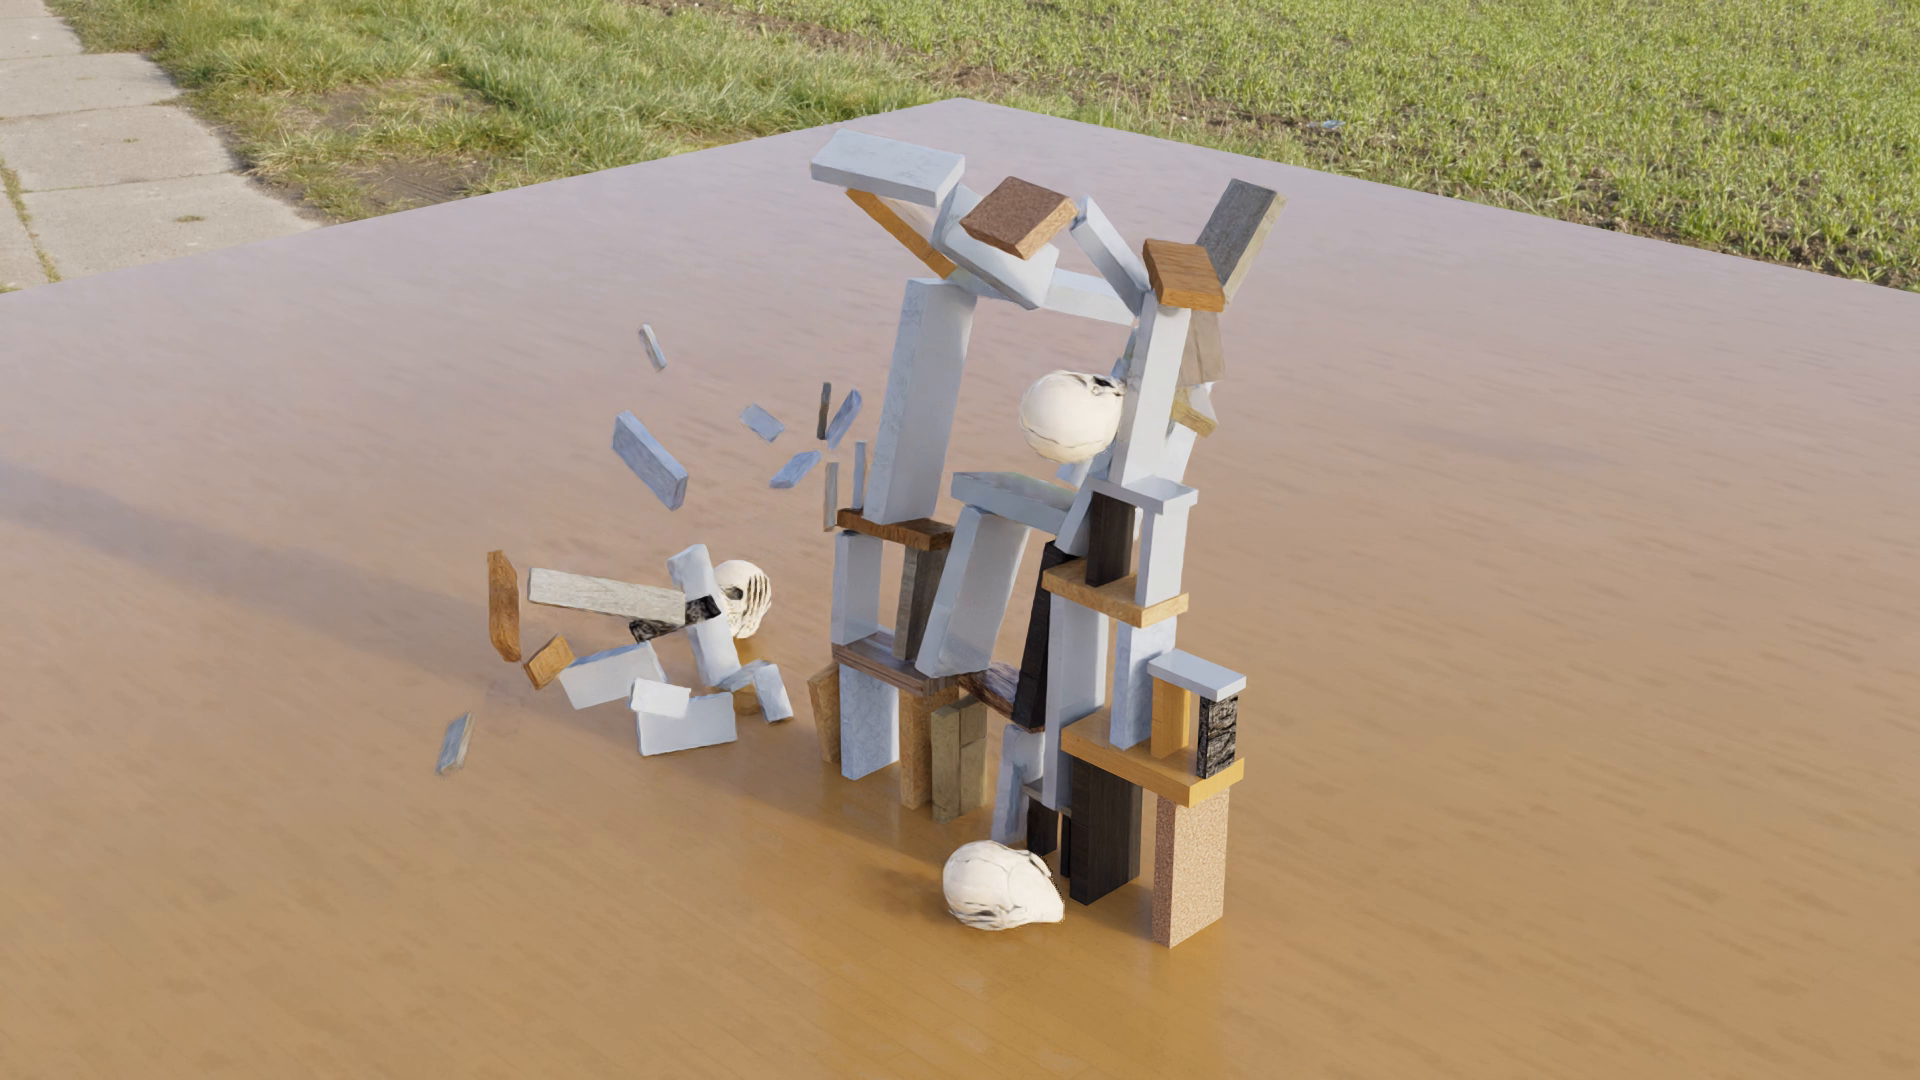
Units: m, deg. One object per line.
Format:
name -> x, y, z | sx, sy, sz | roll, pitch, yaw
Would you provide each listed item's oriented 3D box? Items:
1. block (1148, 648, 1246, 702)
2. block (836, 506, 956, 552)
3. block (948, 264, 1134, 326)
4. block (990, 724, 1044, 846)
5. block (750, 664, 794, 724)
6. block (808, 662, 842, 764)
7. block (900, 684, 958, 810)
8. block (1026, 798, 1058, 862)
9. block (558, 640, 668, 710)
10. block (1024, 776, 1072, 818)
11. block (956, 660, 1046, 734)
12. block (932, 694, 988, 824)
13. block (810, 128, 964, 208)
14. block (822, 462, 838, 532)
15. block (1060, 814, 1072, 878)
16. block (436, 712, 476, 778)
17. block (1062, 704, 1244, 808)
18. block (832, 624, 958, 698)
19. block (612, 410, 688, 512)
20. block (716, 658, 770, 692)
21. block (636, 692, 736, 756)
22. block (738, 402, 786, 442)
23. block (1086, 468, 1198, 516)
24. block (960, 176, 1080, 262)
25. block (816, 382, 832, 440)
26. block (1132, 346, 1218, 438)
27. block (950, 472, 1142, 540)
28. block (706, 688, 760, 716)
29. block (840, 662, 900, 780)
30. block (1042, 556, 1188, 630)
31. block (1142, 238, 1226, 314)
block -> 0.416, 0.238, 3.875 | 0.158, 0.022, 0.079 | 21, 31, 41
block -> -0.121, -0.025, 4.404 | 0.231, 0.033, 0.116 | 15, 15, 32
block -> 0.155, -0.503, 4.348 | 0.355, 0.050, 0.178 | 9, 18, -22
block -> 0.128, 0.471, 4.320 | 0.121, 0.243, 0.034 | -11, 24, -44
block -> -0.414, 0.337, 4.830 | 0.061, 0.122, 0.017 | -14, -13, -29
block -> -0.258, 0.359, 4.633 | 0.029, 0.205, 0.103 | 21, 41, 41
block -> -0.062, 0.405, 4.472 | 0.037, 0.261, 0.130 | 21, 30, 40
block -> 0.162, 0.553, 4.286 | 0.067, 0.134, 0.019 | -21, 32, -40
block -> -0.730, 0.283, 4.606 | 0.205, 0.103, 0.029 | -15, 29, 11
block -> 0.194, 0.493, 4.229 | 0.067, 0.019, 0.134 | -19, 30, -40
block -> 0.114, 0.309, 4.348 | 0.122, 0.034, 0.243 | -6, 24, -37
block -> 0.000, 0.439, 4.416 | 0.034, 0.243, 0.122 | 21, 31, 41
block -> -0.135, -0.696, 4.104 | 0.256, 0.036, 0.128 | 16, 46, 18
block -> -0.261, -0.087, 4.431 | 0.019, 0.133, 0.067 | 4, -10, -9
block -> 0.224, 0.577, 4.229 | 0.067, 0.134, 0.019 | -20, 30, -40
block -> -0.997, 0.405, 4.346 | 0.061, 0.017, 0.122 | -29, 38, 31
block -> 0.349, 0.389, 4.007 | 0.305, 0.043, 0.153 | 21, 31, 41
block -> -0.123, 0.244, 4.470 | 0.261, 0.037, 0.130 | 20, 30, 39
block -> -0.650, -0.166, 4.606 | 0.029, 0.103, 0.206 | -30, 65, -34
block -> -0.483, 0.304, 4.934 | 0.122, 0.017, 0.061 | -26, 25, -36
block -> -0.585, 0.393, 4.700 | 0.205, 0.103, 0.029 | -8, 14, -18
block -> -0.406, -0.240, 4.498 | 0.091, 0.013, 0.045 | 36, 70, 23
block -> 0.319, -0.089, 3.859 | 0.090, 0.026, 0.180 | -19, 29, -41
block -> 0.104, -0.578, 3.937 | 0.129, 0.036, 0.257 | -43, 28, -5
block -> -0.275, -0.261, 4.440 | 0.016, 0.116, 0.058 | 6, 55, -5
block -> 0.391, -0.284, 4.015 | 0.125, 0.035, 0.250 | 28, 24, -18
block -> 0.161, -0.066, 4.197 | 0.172, 0.049, 0.345 | -2, 16, -42
block -> -0.501, 0.356, 4.900 | 0.122, 0.017, 0.061 | 14, 27, 31
block -> -0.188, 0.359, 4.582 | 0.037, 0.261, 0.130 | 21, 31, 41
block -> 0.279, 0.091, 3.976 | 0.123, 0.035, 0.246 | -19, 29, -40
block -> 0.378, -0.450, 3.733 | 0.106, 0.030, 0.212 | 7, 30, -9
